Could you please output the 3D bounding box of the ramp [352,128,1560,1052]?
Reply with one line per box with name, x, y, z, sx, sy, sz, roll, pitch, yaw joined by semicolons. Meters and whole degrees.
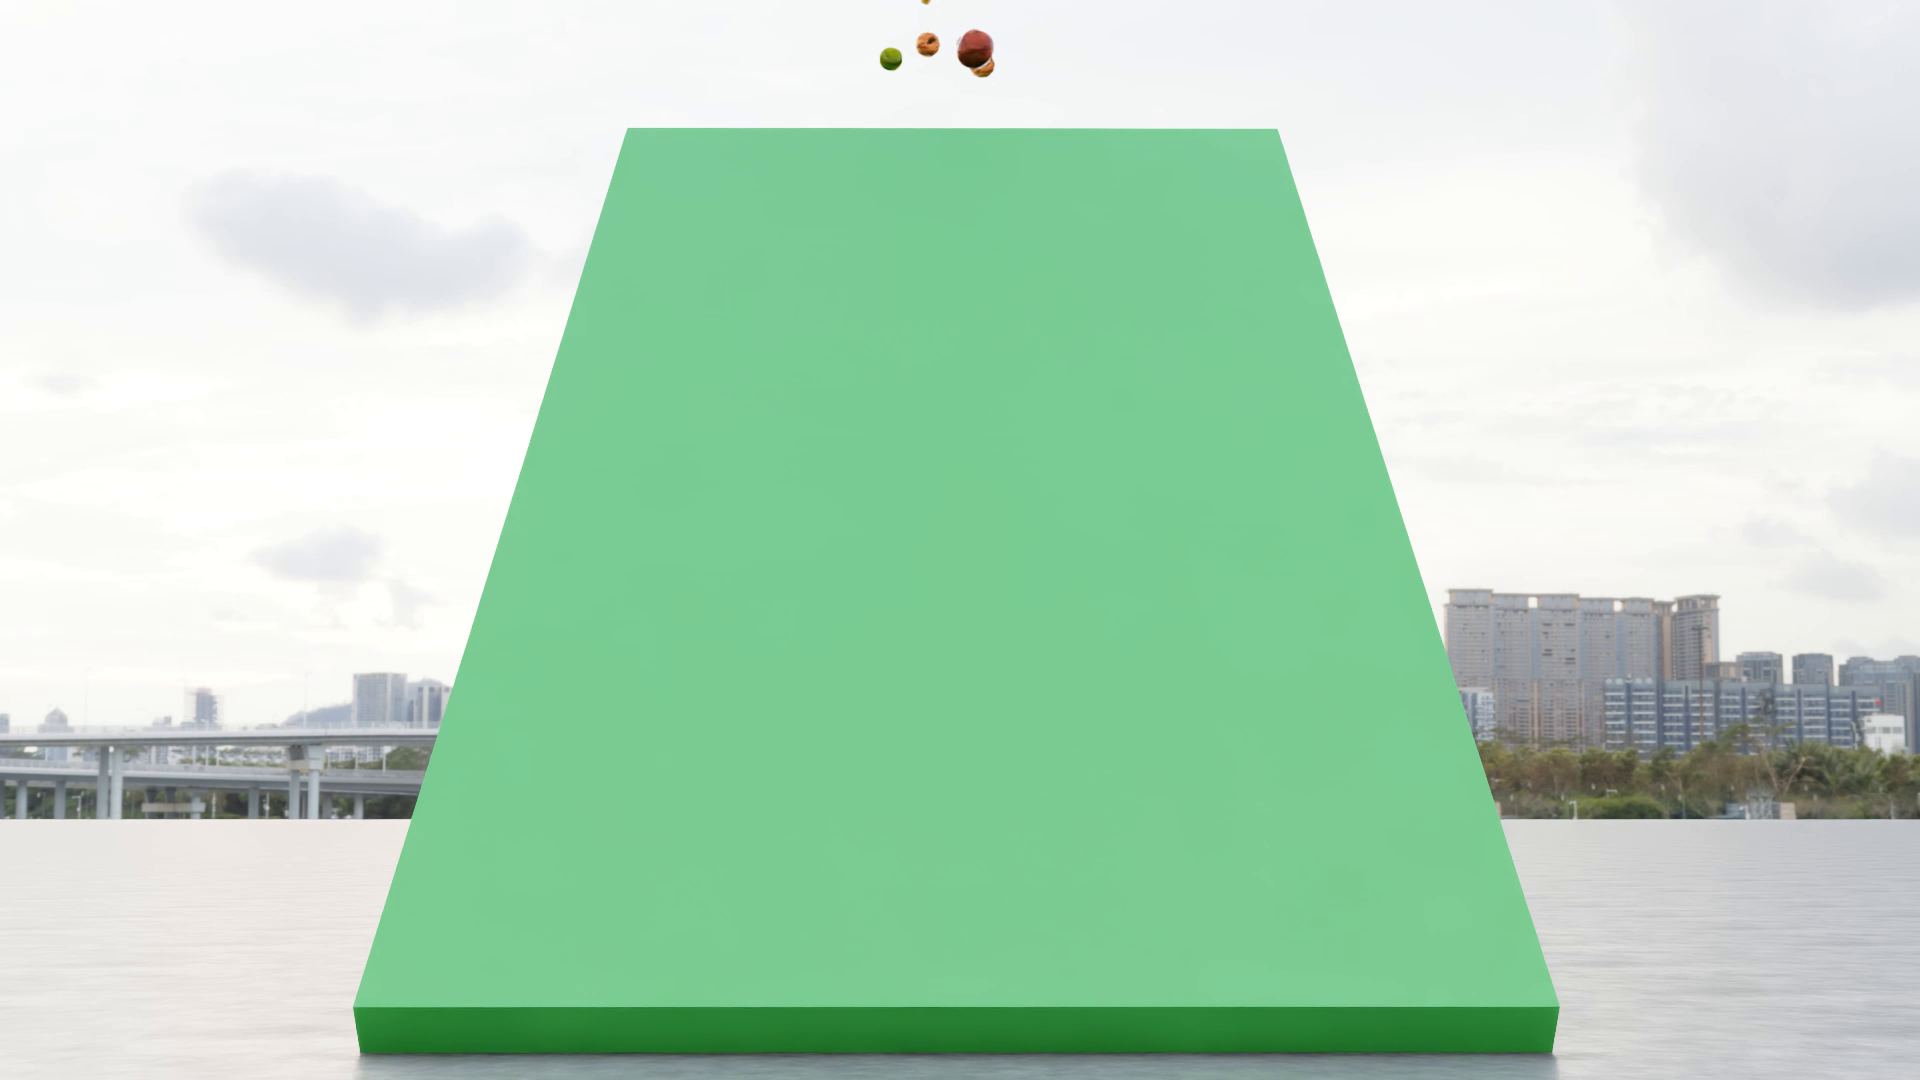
ramp;-0.014;-0.204;5.764;2.000;0.100;4.000;0;31;0
